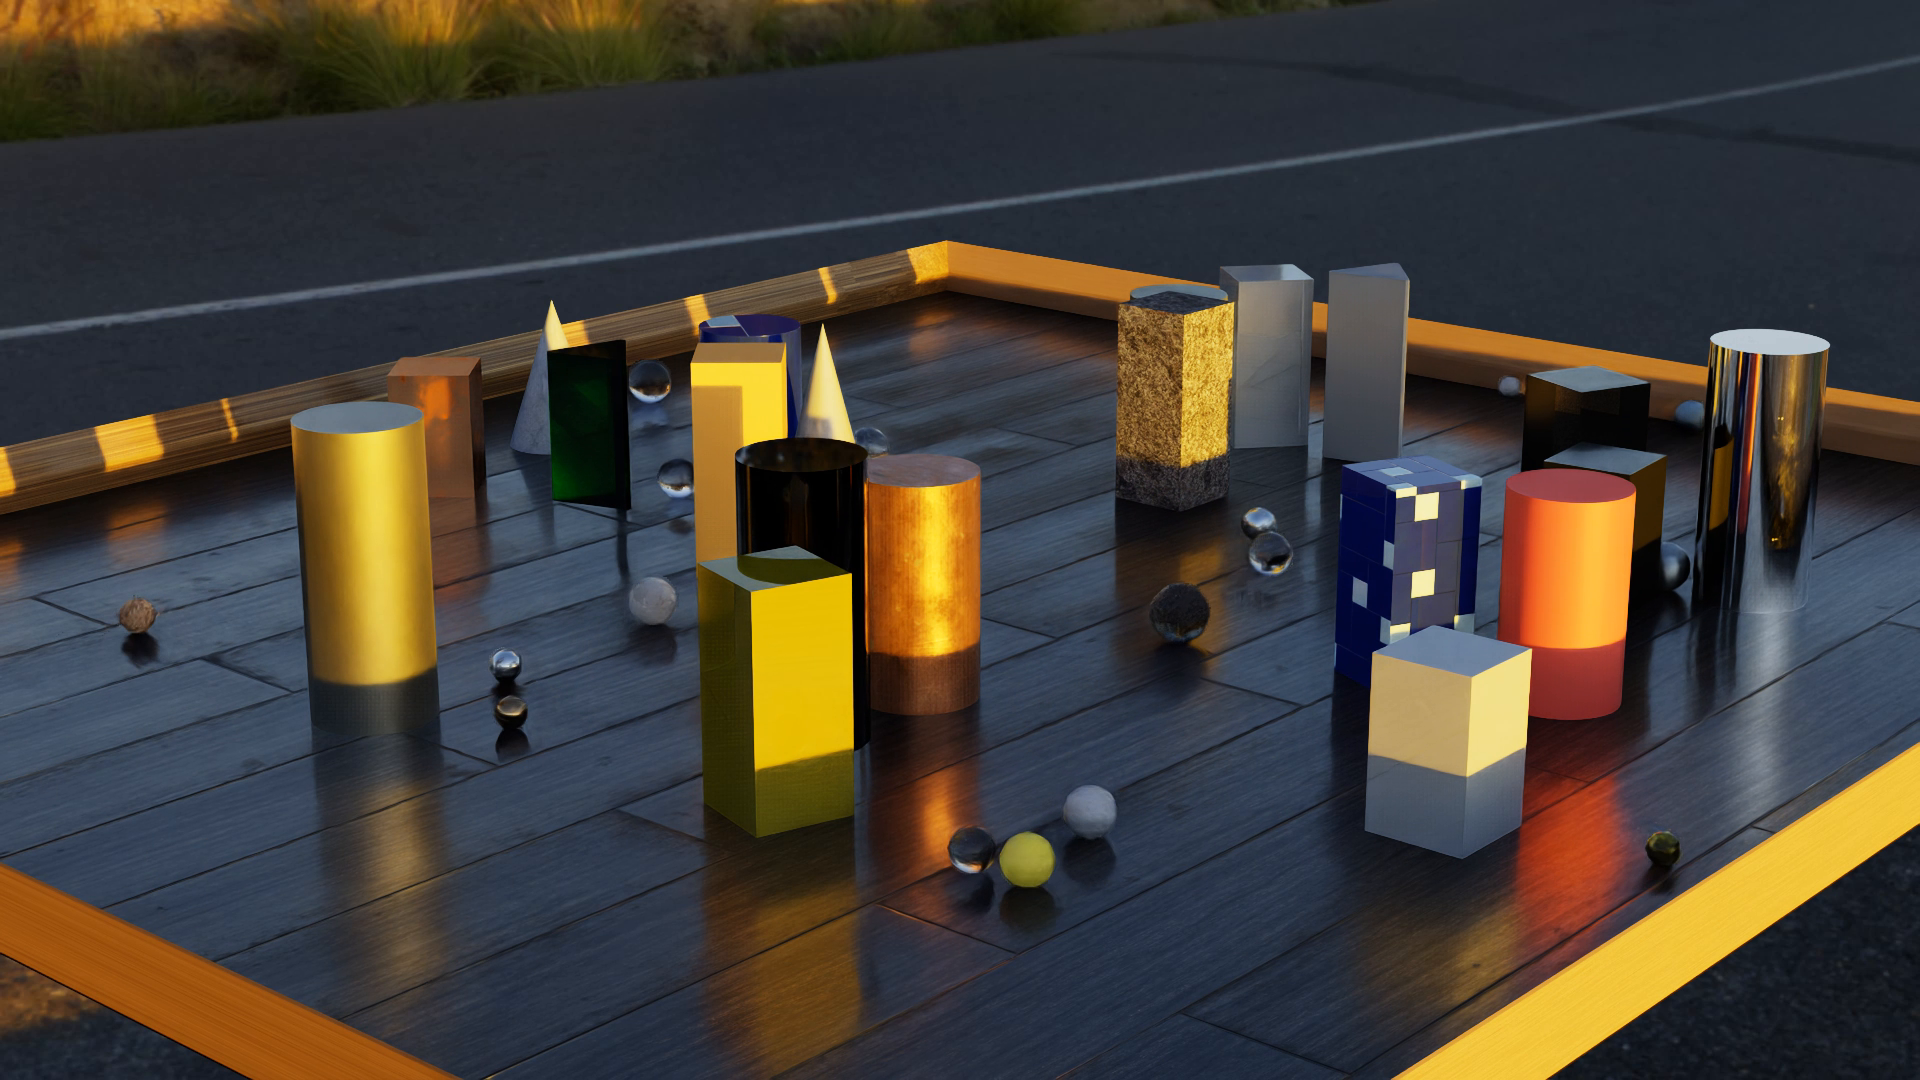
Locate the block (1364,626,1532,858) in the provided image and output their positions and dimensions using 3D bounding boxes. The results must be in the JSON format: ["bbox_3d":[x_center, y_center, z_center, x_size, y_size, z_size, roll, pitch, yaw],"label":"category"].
[{"bbox_3d":[0.678,0.278,4.074,0.158,0.263,0.158,14,22,39],"label":"block"}]

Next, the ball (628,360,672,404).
[{"bbox_3d":[-0.681,-0.347,6.441,0.093,0.093,0.093,0,17,0],"label":"ball"}]

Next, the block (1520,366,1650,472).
[{"bbox_3d":[1.145,-0.144,5.389,0.158,0.313,0.158,-8,19,-26],"label":"block"}]

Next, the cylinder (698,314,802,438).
[{"bbox_3d":[-0.406,-0.253,5.704,0.197,0.338,0.197,0,17,0],"label":"cylinder"}]

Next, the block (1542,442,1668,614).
[{"bbox_3d":[1.108,-0.018,5.069,0.158,0.256,0.158,12,20,34],"label":"block"}]

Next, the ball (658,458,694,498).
[{"bbox_3d":[-0.549,-0.121,5.717,0.080,0.080,0.080,0,17,0],"label":"ball"}]

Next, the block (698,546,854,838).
[{"bbox_3d":[-0.259,0.211,4.130,0.158,0.359,0.158,-10,20,-31],"label":"block"}]

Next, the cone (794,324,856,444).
[{"bbox_3d":[-0.255,-0.215,5.487,0.197,0.391,0.197,0,17,0],"label":"cone"}]

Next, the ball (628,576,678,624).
[{"bbox_3d":[-0.520,0.103,4.969,0.081,0.081,0.081,0,17,0],"label":"ball"}]

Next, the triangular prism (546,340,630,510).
[{"bbox_3d":[-0.686,-0.230,5.701,0.171,0.296,0.148,7,18,22],"label":"triangular prism"}]

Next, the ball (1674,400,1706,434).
[{"bbox_3d":[1.544,-0.260,6.190,0.071,0.071,0.071,0,17,0],"label":"ball"}]

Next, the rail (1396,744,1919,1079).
[{"bbox_3d":[1.276,0.352,4.059,0.045,0.128,3.843,14,22,39],"label":"rail"}]

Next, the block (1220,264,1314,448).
[{"bbox_3d":[0.634,-0.384,6.118,0.158,0.352,0.158,-3,17,-9],"label":"block"}]

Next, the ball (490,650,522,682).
[{"bbox_3d":[-0.727,0.201,4.693,0.052,0.052,0.052,0,17,0],"label":"ball"}]

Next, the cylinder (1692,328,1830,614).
[{"bbox_3d":[1.380,-0.120,5.061,0.197,0.455,0.197,0,17,0],"label":"cylinder"}]

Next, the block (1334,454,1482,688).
[{"bbox_3d":[0.711,0.056,4.670,0.158,0.343,0.158,-8,18,-24],"label":"block"}]

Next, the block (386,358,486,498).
[{"bbox_3d":[-1.028,-0.223,5.770,0.158,0.243,0.158,0,17,0],"label":"block"}]

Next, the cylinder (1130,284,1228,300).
[{"bbox_3d":[0.442,-0.336,5.979,0.197,0.339,0.197,0,17,0],"label":"cylinder"}]

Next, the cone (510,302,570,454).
[{"bbox_3d":[-0.842,-0.350,6.085,0.197,0.304,0.197,0,17,0],"label":"cone"}]

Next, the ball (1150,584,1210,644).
[{"bbox_3d":[0.365,0.122,4.875,0.099,0.099,0.099,0,17,0],"label":"ball"}]

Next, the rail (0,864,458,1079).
[{"bbox_3d":[-1.244,0.446,3.748,3.428,0.128,0.045,14,22,39],"label":"rail"}]

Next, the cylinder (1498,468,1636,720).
[{"bbox_3d":[0.942,0.083,4.574,0.197,0.348,0.197,0,17,0],"label":"cylinder"}]

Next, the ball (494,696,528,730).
[{"bbox_3d":[-0.687,0.264,4.485,0.052,0.052,0.052,0,17,0],"label":"ball"}]

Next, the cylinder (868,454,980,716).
[{"bbox_3d":[-0.066,0.068,4.591,0.197,0.367,0.197,0,17,0],"label":"cylinder"}]

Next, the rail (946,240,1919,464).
[{"bbox_3d":[1.244,-0.381,6.492,3.428,0.128,0.045,14,22,39],"label":"rail"}]

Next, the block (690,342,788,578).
[{"bbox_3d":[-0.392,-0.144,5.251,0.158,0.392,0.158,0,17,0],"label":"block"}]

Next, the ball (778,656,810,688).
[{"bbox_3d":[-0.264,0.209,4.667,0.052,0.052,0.052,0,17,0],"label":"ball"}]

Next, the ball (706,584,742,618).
[{"bbox_3d":[-0.402,0.104,5.002,0.061,0.061,0.061,0,17,0],"label":"ball"}]

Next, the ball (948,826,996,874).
[{"bbox_3d":[0.017,0.417,3.955,0.065,0.065,0.065,0,17,0],"label":"ball"}]

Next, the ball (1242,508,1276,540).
[{"bbox_3d":[0.555,-0.029,5.435,0.065,0.065,0.065,0,17,0],"label":"ball"}]

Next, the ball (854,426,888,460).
[{"bbox_3d":[-0.185,-0.188,5.932,0.082,0.082,0.082,0,17,0],"label":"ball"}]

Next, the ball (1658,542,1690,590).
[{"bbox_3d":[1.238,0.046,5.151,0.086,0.086,0.086,0,17,0],"label":"ball"}]

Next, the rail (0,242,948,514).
[{"bbox_3d":[-1.276,-0.288,6.181,0.045,0.128,3.843,14,22,39],"label":"rail"}]

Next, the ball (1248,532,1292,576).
[{"bbox_3d":[0.554,0.025,5.234,0.078,0.078,0.078,0,17,0],"label":"ball"}]

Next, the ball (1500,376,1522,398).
[{"bbox_3d":[1.219,-0.338,6.492,0.048,0.048,0.048,0,17,0],"label":"ball"}]

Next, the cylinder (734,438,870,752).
[{"bbox_3d":[-0.234,0.086,4.395,0.197,0.445,0.197,0,17,0],"label":"cylinder"}]

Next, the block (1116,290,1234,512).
[{"bbox_3d":[0.415,-0.271,5.682,0.158,0.386,0.158,14,22,39],"label":"block"}]

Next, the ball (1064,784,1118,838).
[{"bbox_3d":[0.181,0.377,4.070,0.075,0.075,0.075,0,17,0],"label":"ball"}]

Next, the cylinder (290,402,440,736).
[{"bbox_3d":[-0.908,0.043,4.488,0.197,0.475,0.197,0,17,0],"label":"cylinder"}]

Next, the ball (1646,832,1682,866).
[{"bbox_3d":[0.956,0.419,3.981,0.047,0.047,0.047,0,17,0],"label":"ball"}]

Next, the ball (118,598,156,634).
[{"bbox_3d":[-1.383,0.127,4.927,0.059,0.059,0.059,0,17,0],"label":"ball"}]

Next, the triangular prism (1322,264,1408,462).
[{"bbox_3d":[0.855,-0.363,5.987,0.171,0.386,0.148,10,19,29],"label":"triangular prism"}]

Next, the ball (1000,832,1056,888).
[{"bbox_3d":[0.090,0.426,3.908,0.074,0.074,0.074,0,17,0],"label":"ball"}]
